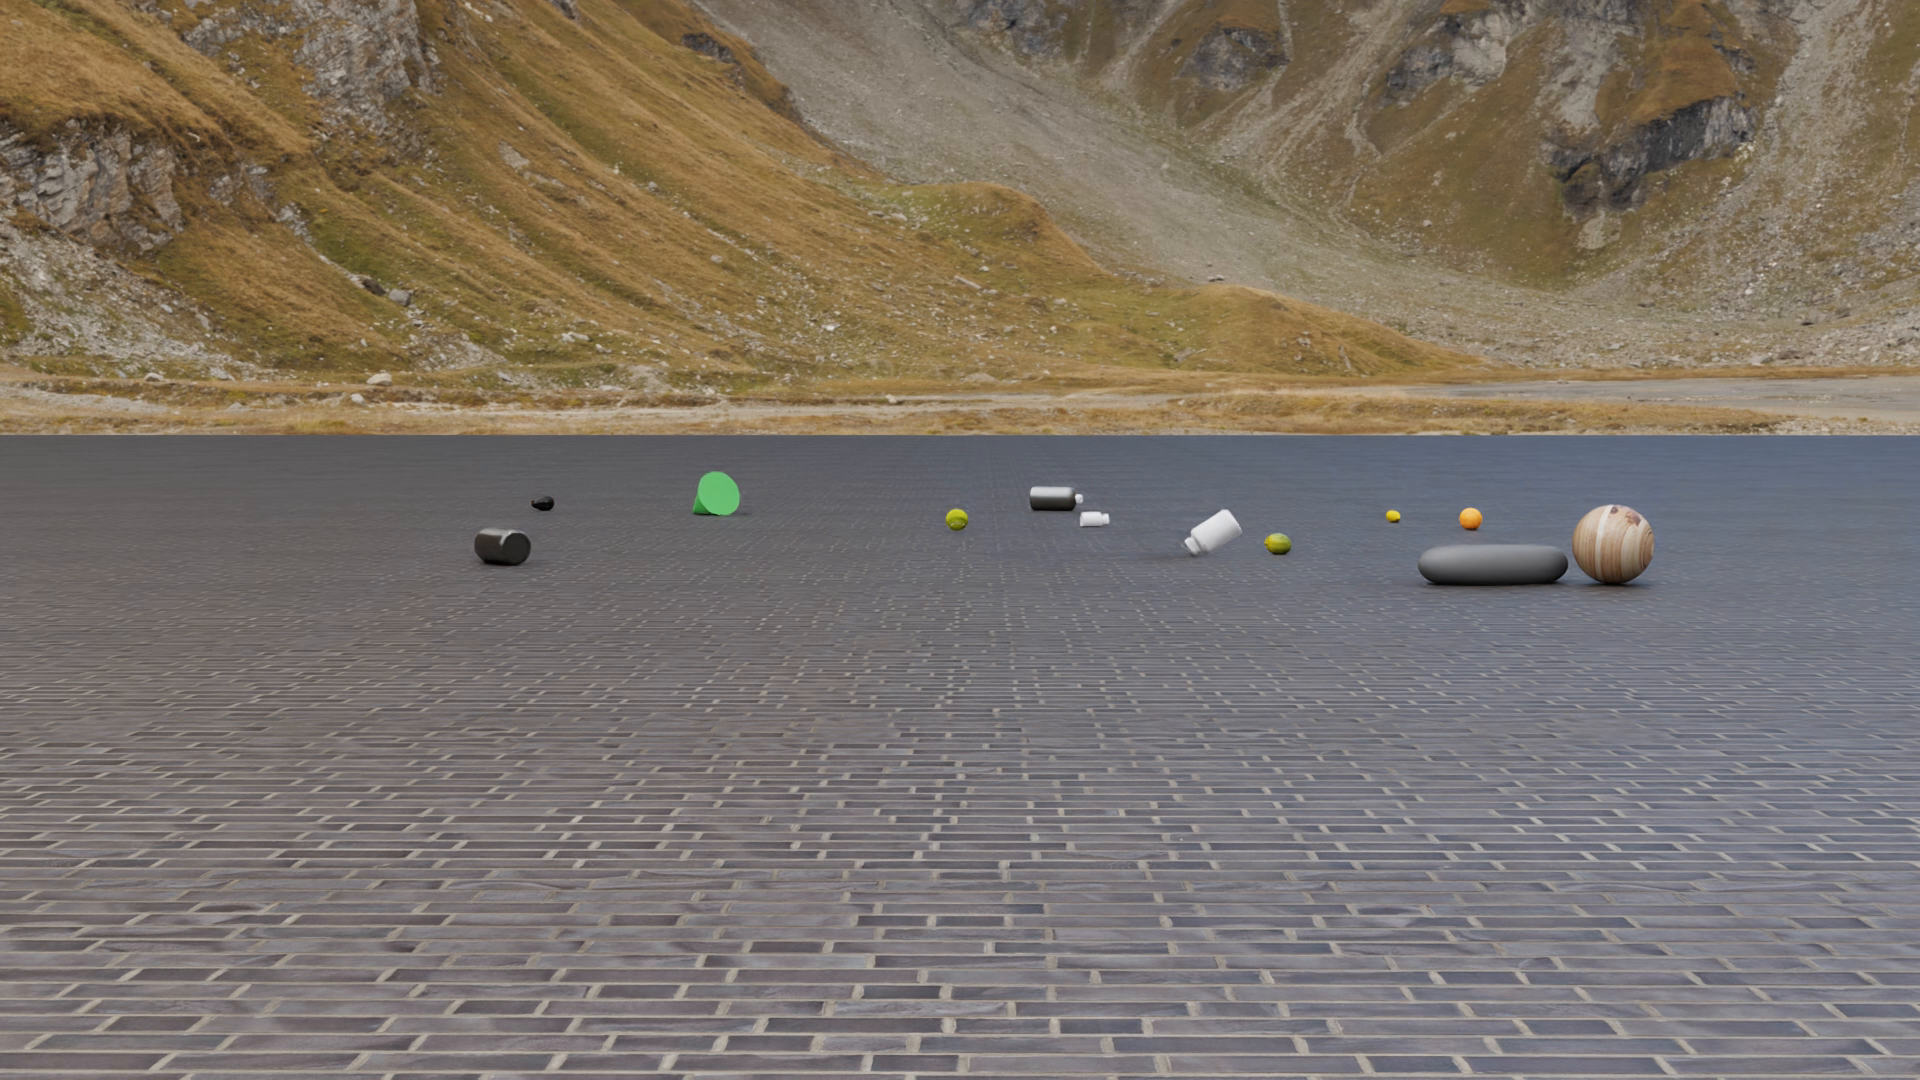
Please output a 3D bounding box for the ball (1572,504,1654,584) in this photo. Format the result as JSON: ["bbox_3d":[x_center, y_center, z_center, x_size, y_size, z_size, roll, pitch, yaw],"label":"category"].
[{"bbox_3d":[1.503,0.010,5.060,0.184,0.184,0.184,0,4,0],"label":"ball"}]

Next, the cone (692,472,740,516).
[{"bbox_3d":[-0.915,-0.132,7.907,0.188,0.165,0.180,-32,12,46],"label":"cone"}]

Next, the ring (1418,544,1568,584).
[{"bbox_3d":[1.237,0.057,5.100,0.374,0.087,0.171,0,2,-14],"label":"ring"}]
